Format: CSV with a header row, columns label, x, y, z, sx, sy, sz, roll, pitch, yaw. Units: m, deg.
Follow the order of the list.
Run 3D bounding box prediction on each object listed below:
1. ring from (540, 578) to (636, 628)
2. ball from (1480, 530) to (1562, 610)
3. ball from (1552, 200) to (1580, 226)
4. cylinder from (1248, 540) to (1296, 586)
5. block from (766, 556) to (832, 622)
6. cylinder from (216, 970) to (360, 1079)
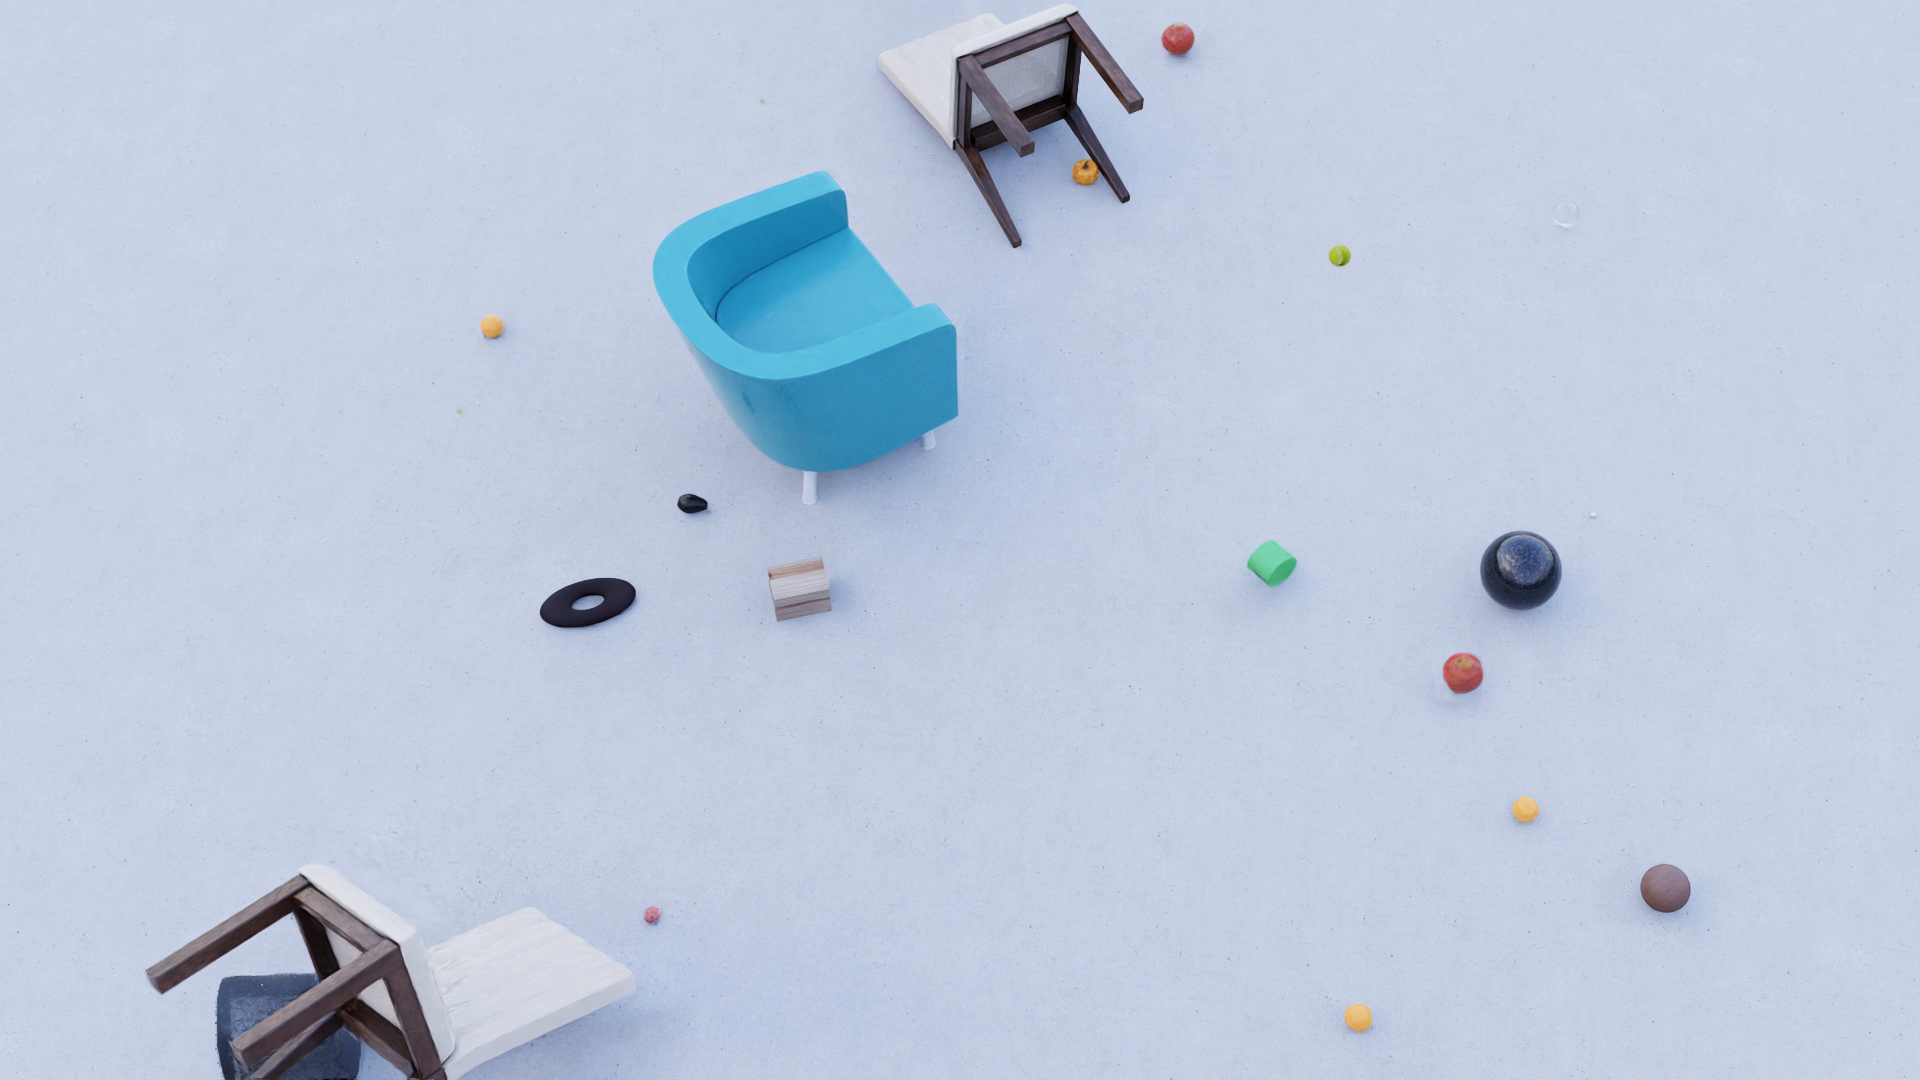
label,x,y,z,sx,sy,sz,roll,pitch,yaw
ring,-1.088,0.183,6.428,0.285,0.040,0.152,-15,58,-10
ball,1.625,0.088,6.374,0.234,0.234,0.234,0,56,0
ball,1.996,-1.075,7.244,0.085,0.085,0.085,0,56,0
cylinder,0.915,0.068,6.448,0.084,0.154,0.106,41,109,24
block,-0.468,0.143,6.406,0.162,0.119,0.116,-11,57,-8
cylinder,-1.704,1.242,5.591,0.308,0.289,0.191,-2,13,-2
